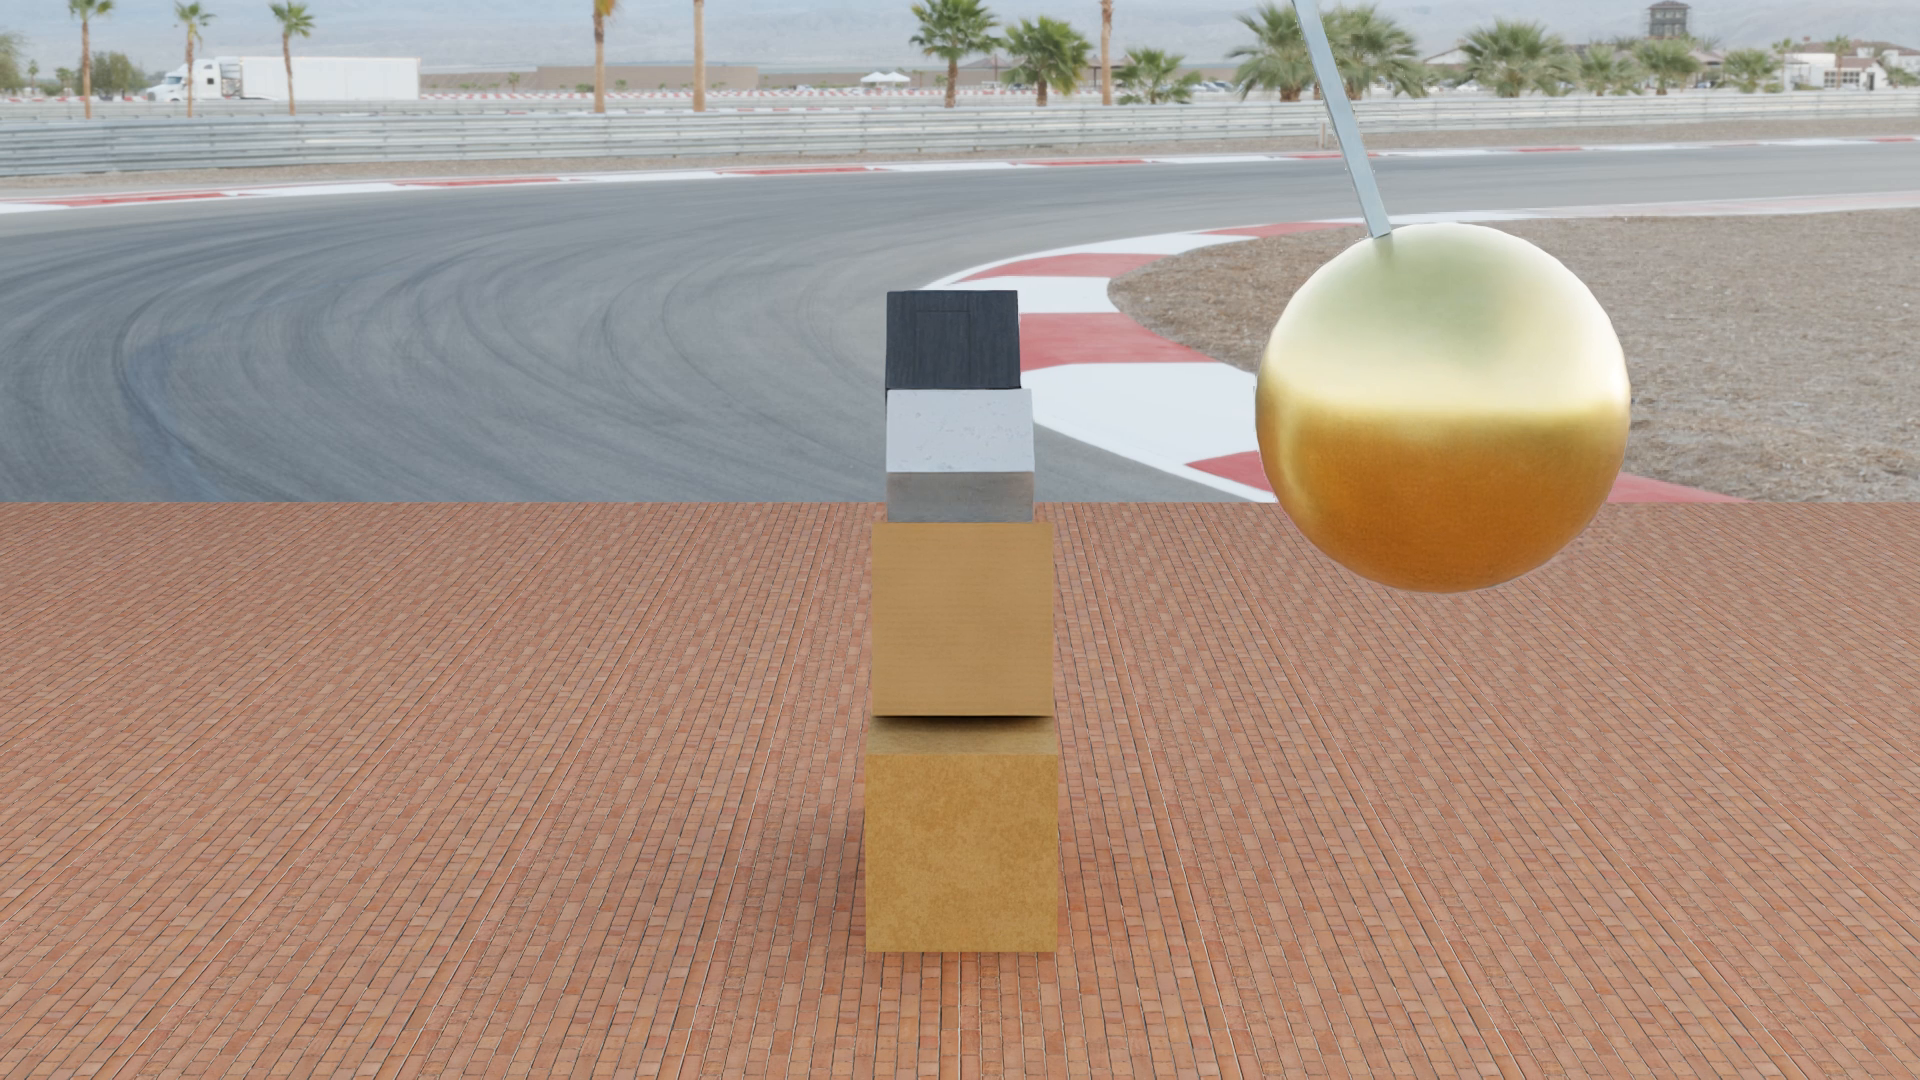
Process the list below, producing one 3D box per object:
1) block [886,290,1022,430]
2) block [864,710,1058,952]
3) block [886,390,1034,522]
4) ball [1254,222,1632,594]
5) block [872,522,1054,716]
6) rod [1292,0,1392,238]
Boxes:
[{"bbox_3d":[-0.033,-0.717,12.008,0.613,0.585,0.701,0,44,0],"label":"block"},{"bbox_3d":[0.006,1.194,10.696,0.774,0.823,0.768,0,10,0],"label":"block"},{"bbox_3d":[0.001,-0.298,11.535,0.646,0.546,0.523,0,46,0],"label":"block"},{"bbox_3d":[2.074,-0.566,11.077,1.600,1.600,1.600,0,10,0],"label":"ball"},{"bbox_3d":[0.013,0.324,10.945,0.746,0.795,0.762,0,0,0],"label":"block"},{"bbox_3d":[0.899,-3.705,10.507,0.080,5.200,0.080,-20,10,4],"label":"rod"}]
